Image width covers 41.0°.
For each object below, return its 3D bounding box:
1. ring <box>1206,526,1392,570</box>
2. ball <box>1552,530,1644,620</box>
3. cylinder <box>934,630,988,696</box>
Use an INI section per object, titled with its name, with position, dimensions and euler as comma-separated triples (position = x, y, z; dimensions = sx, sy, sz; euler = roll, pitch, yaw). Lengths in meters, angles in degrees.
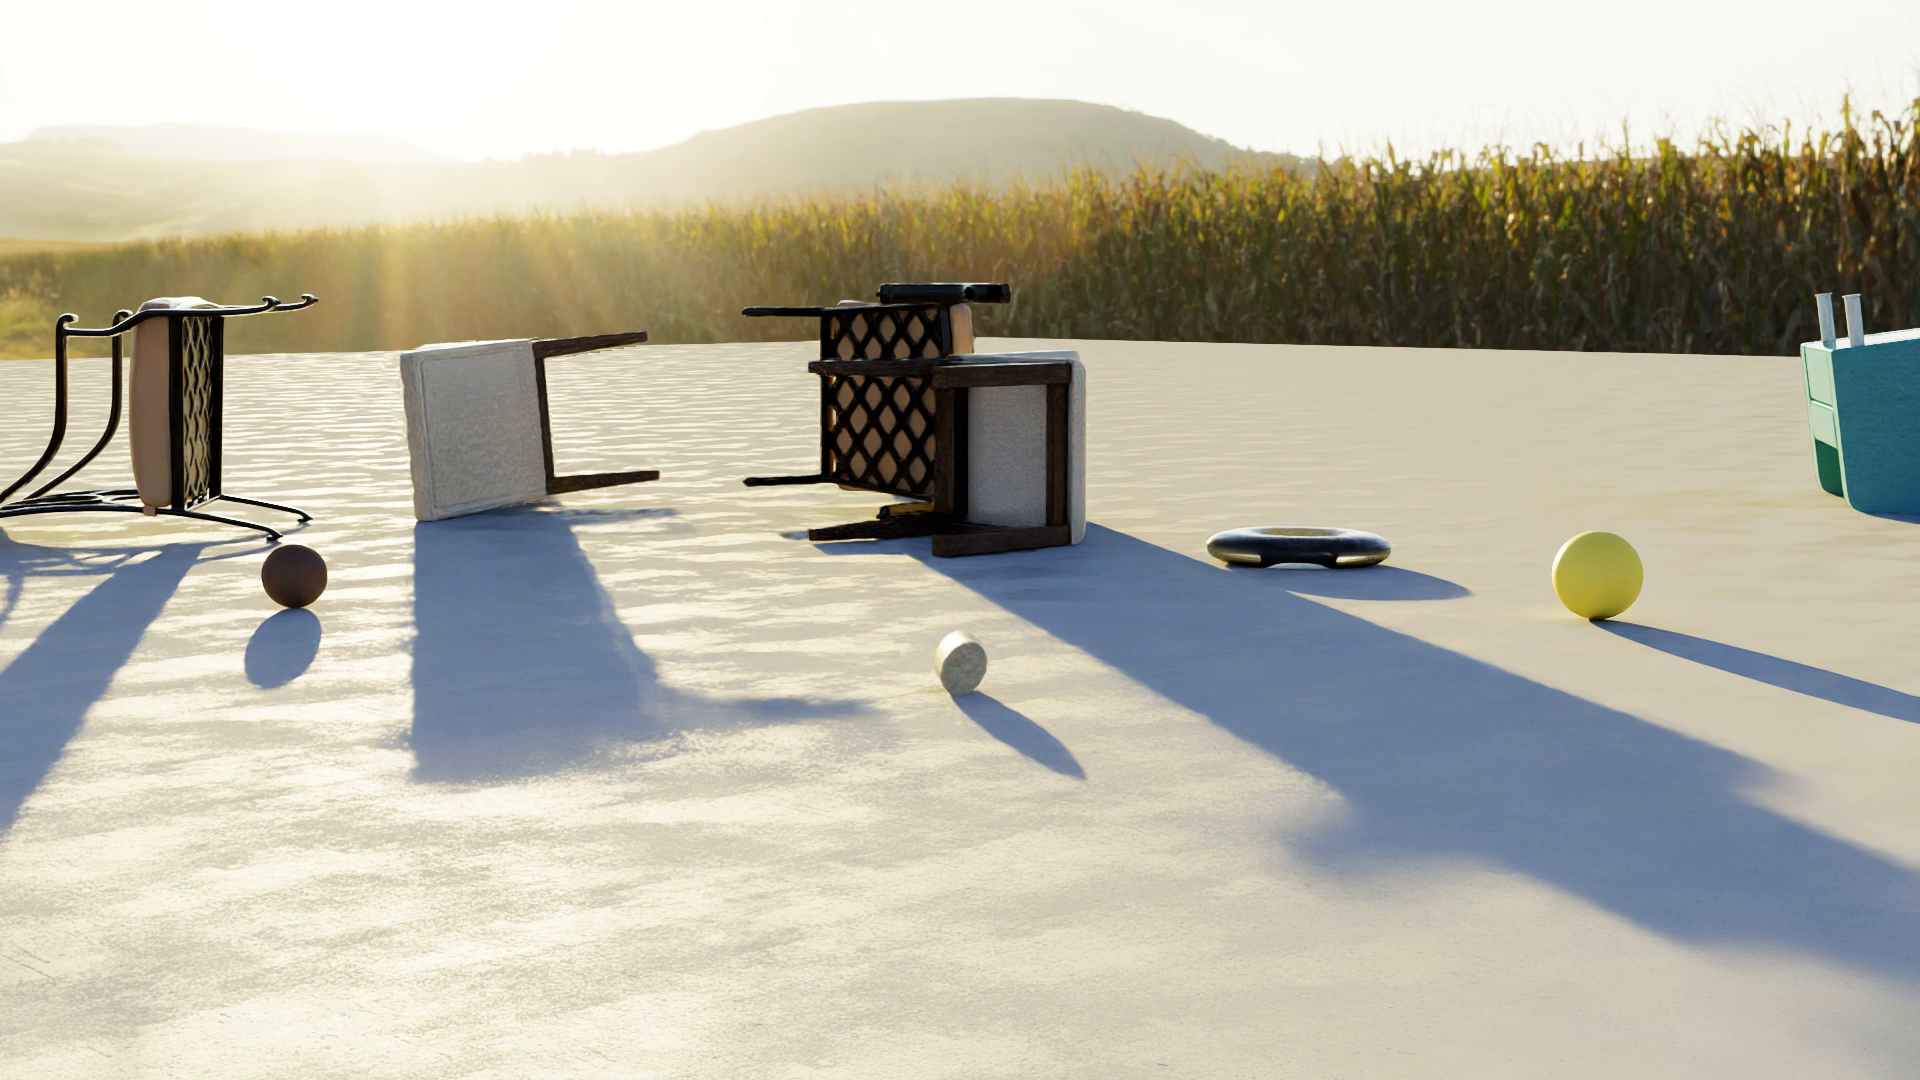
[ring]
position = 0.775, 0.018, 5.879
dimensions = 0.423, 0.075, 0.309
euler = 1, 7, 5
[ball]
position = 1.224, 0.067, 4.925
dimensions = 0.171, 0.171, 0.171
euler = 0, 6, 0
[cylinder]
position = 0.000, 0.196, 4.093
dimensions = 0.068, 0.091, 0.125
euler = 28, 3, -8
